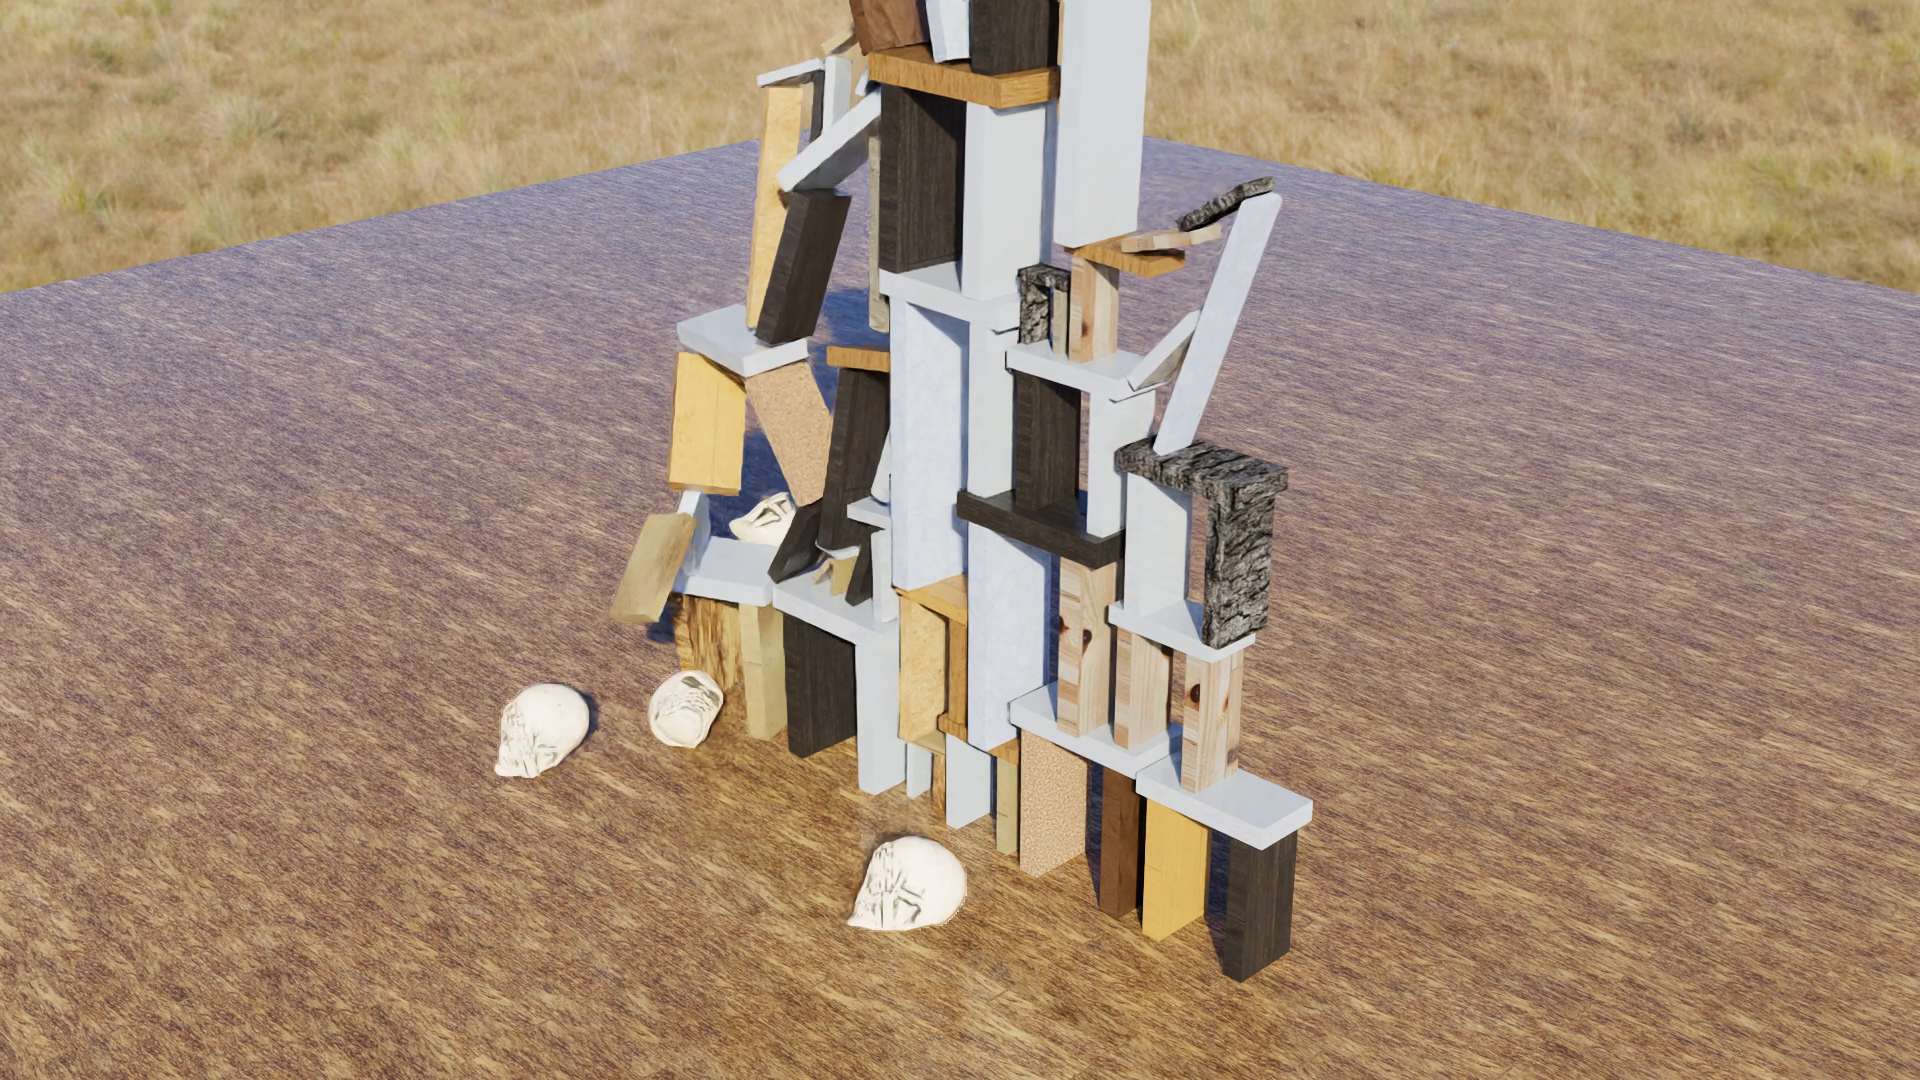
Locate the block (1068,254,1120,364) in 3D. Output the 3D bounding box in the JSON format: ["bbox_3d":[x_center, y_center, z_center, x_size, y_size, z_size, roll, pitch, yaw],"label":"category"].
[{"bbox_3d":[0.233,-0.408,3.806,0.027,0.190,0.095,22,31,40],"label":"block"}]

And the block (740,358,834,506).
[{"bbox_3d":[-0.325,-0.229,4.434,0.041,0.288,0.144,-11,17,44],"label":"block"}]

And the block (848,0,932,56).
[{"bbox_3d":[-0.142,-1.041,3.992,0.148,0.297,0.042,-17,6,-32],"label":"block"}]

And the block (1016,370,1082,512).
[{"bbox_3d":[0.160,-0.194,3.973,0.130,0.260,0.037,-21,31,-41],"label":"block"}]

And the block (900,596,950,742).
[{"bbox_3d":[-0.071,0.244,4.415,0.031,0.309,0.109,20,29,39],"label":"block"}]

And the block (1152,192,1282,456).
[{"bbox_3d":[0.420,-0.349,3.616,0.077,0.491,0.022,-21,51,-40],"label":"block"}]

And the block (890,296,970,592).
[{"bbox_3d":[-0.056,-0.197,4.231,0.162,0.585,0.046,-19,29,-39],"label":"block"}]

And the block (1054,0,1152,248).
[{"bbox_3d":[0.239,-0.780,3.634,0.162,0.575,0.046,-21,33,-40],"label":"block"}]

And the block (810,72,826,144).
[{"bbox_3d":[-0.262,-0.819,4.229,0.020,0.141,0.071,2,-4,19],"label":"block"}]

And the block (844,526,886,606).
[{"bbox_3d":[-0.173,0.040,4.469,0.027,0.188,0.094,34,36,21],"label":"block"}]

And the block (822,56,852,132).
[{"bbox_3d":[-0.234,-0.845,4.188,0.020,0.141,0.071,8,10,23],"label":"block"}]

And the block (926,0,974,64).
[{"bbox_3d":[0.006,-0.993,3.845,0.149,0.297,0.042,-14,10,-32],"label":"block"}]

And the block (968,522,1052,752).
[{"bbox_3d":[0.094,0.161,4.183,0.173,0.461,0.049,-21,31,-40],"label":"block"}]

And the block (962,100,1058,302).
[{"bbox_3d":[0.088,-0.609,3.889,0.173,0.346,0.049,-18,30,-39],"label":"block"}]

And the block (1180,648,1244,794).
[{"bbox_3d":[0.445,0.306,3.872,0.118,0.264,0.033,-21,31,-41],"label":"block"}]

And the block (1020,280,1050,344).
[{"bbox_3d":[0.134,-0.410,3.905,0.058,0.116,0.016,-20,30,-40],"label":"block"}]

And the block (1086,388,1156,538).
[{"bbox_3d":[0.283,-0.146,3.860,0.037,0.260,0.130,21,31,41],"label":"block"}]

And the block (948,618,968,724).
[{"bbox_3d":[0.029,0.242,4.303,0.109,0.218,0.031,-20,31,-39],"label":"block"}]

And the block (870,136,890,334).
[{"bbox_3d":[-0.102,-0.589,4.168,0.148,0.371,0.042,-21,33,-39],"label":"block"}]

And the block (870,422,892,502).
[{"bbox_3d":[-0.082,-0.204,4.333,0.132,0.265,0.037,-11,40,-41],"label":"block"}]

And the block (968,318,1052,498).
[{"bbox_3d":[0.091,-0.254,4.028,0.162,0.324,0.046,-19,30,-39],"label":"block"}]

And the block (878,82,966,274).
[{"bbox_3d":[-0.066,-0.677,4.050,0.173,0.346,0.049,-18,31,-39],"label":"block"}]

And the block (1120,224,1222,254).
[{"bbox_3d":[0.348,-0.499,3.635,0.077,0.022,0.154,-21,15,-40],"label":"block"}]

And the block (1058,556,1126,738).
[{"bbox_3d":[0.257,0.172,4.011,0.173,0.346,0.049,-21,31,-40],"label":"block"}]

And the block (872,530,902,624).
[{"bbox_3d":[-0.130,0.066,4.405,0.094,0.188,0.027,-19,29,-35],"label":"block"}]

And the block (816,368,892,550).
[{"bbox_3d":[-0.208,-0.168,4.445,0.037,0.370,0.132,20,20,35],"label":"block"}]

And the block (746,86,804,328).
[{"bbox_3d":[-0.368,-0.654,4.340,0.071,0.480,0.020,-5,24,-29],"label":"block"}]

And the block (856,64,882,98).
[{"bbox_3d":[-0.139,-0.891,4.120,0.071,0.141,0.020,10,19,-49],"label":"block"}]

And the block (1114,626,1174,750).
[{"bbox_3d":[0.333,0.249,3.969,0.118,0.236,0.033,-21,31,-40],"label":"block"}]

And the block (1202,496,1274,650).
[{"bbox_3d":[0.472,0.042,3.732,0.132,0.265,0.037,-21,31,-40],"label":"block"}]

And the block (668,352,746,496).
[{"bbox_3d":[-0.516,-0.237,4.505,0.144,0.288,0.041,6,-22,-14],"label":"block"}]

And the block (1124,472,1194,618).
[{"bbox_3d":[0.348,-0.007,3.847,0.132,0.265,0.037,-21,31,-40],"label":"block"}]

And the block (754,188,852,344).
[{"bbox_3d":[-0.305,-0.535,4.282,0.042,0.297,0.149,27,23,23],"label":"block"}]

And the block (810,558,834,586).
[{"bbox_3d":[-0.272,0.061,4.557,0.048,0.095,0.014,-19,73,-37],"label":"block"}]

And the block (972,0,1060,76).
[{"bbox_3d":[0.099,-0.963,3.738,0.162,0.323,0.046,-19,30,-39],"label":"block"}]

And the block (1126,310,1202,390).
[{"bbox_3d":[0.368,-0.325,3.697,0.095,0.190,0.027,-21,73,-40],"label":"block"}]

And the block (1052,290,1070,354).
[{"bbox_3d":[0.189,-0.388,3.854,0.058,0.116,0.016,-21,31,-40],"label":"block"}]

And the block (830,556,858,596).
[{"bbox_3d":[-0.240,0.069,4.516,0.048,0.095,0.014,-17,45,-34],"label":"block"}]
